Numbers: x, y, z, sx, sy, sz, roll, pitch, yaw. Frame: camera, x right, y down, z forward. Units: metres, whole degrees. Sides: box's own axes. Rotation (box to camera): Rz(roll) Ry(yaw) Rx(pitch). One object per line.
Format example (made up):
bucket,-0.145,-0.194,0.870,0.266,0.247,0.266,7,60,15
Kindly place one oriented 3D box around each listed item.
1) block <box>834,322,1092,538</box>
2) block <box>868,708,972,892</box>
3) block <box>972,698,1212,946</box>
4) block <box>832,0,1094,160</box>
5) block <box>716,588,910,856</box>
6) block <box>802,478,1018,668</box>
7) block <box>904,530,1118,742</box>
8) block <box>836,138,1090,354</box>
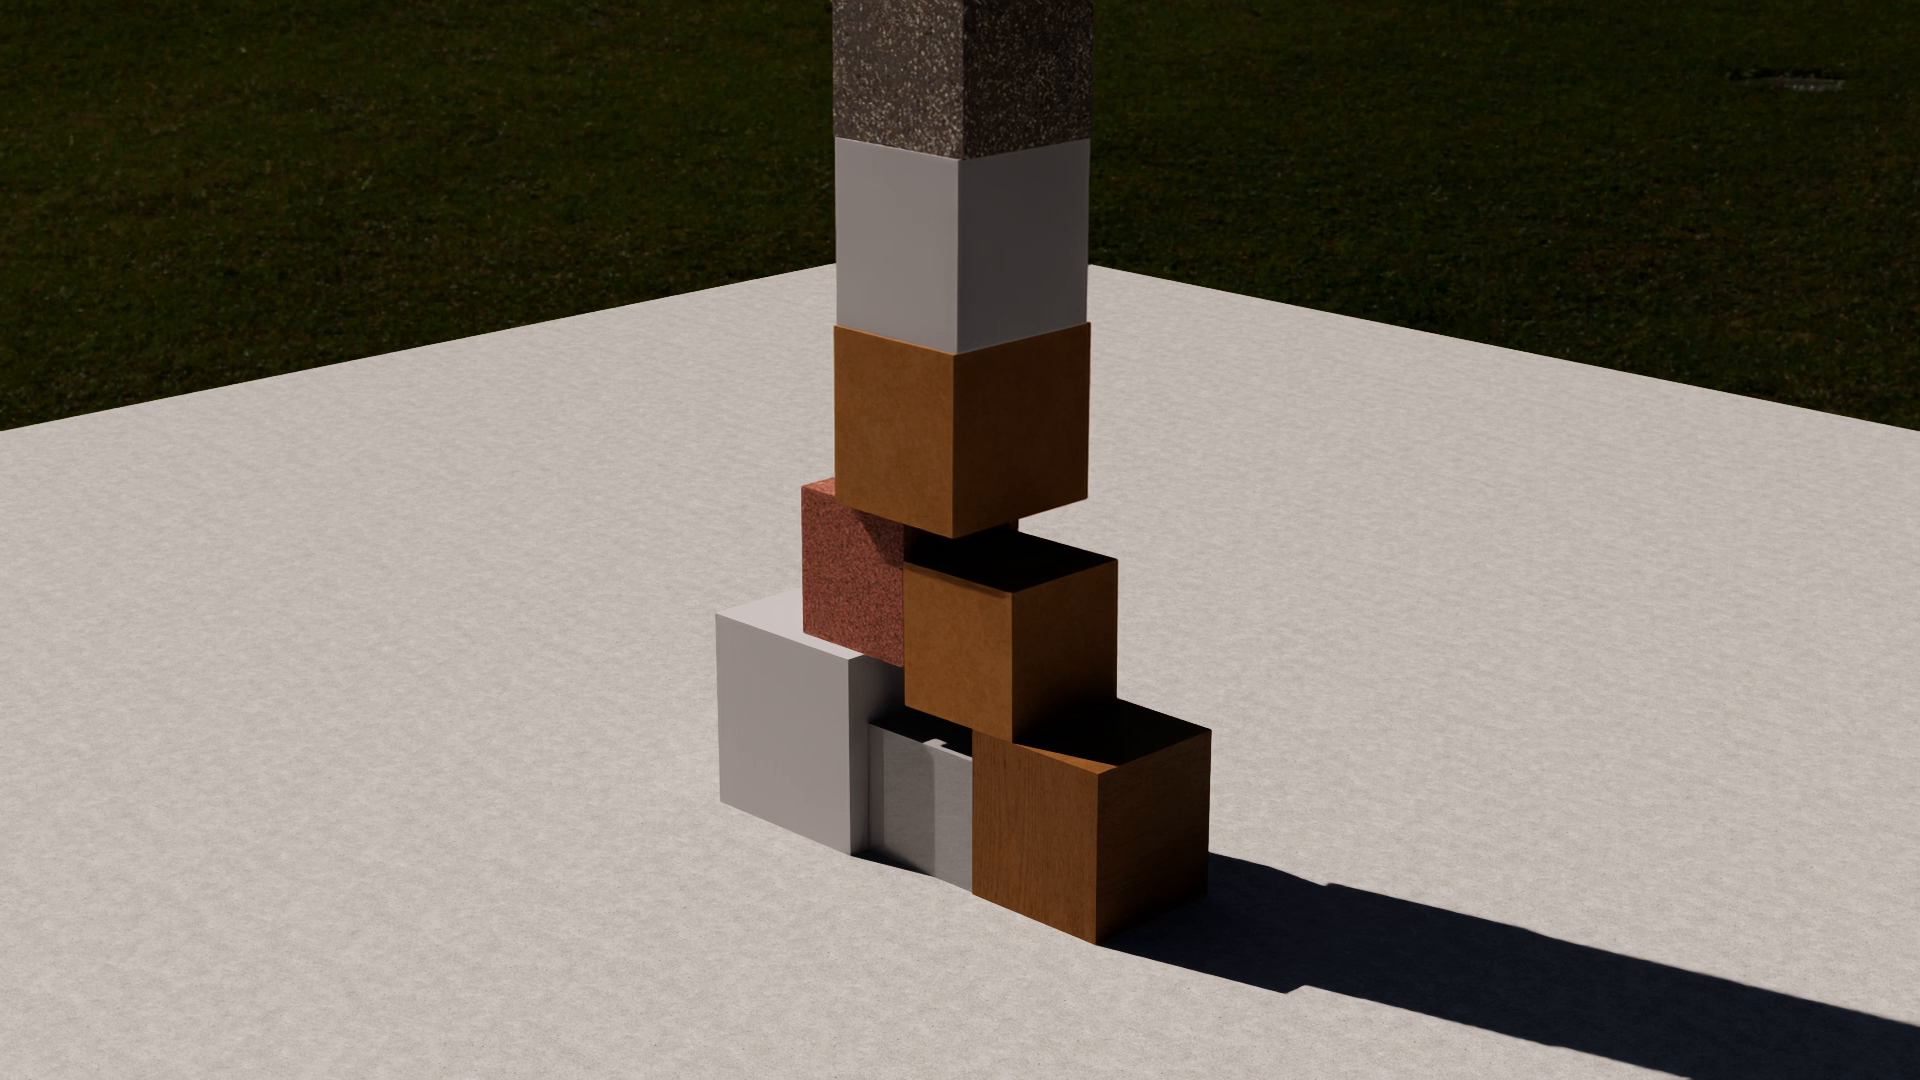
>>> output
block,0.010,-0.569,13.163,0.866,0.820,0.754,-17,24,-42
block,0.077,1.142,13.649,0.739,0.636,0.683,-17,24,-42
block,0.586,1.221,13.128,0.748,0.799,0.755,-17,24,-42
block,0.012,-2.163,12.648,0.792,0.855,0.796,-17,24,-42
block,-0.520,0.814,14.133,0.904,0.972,0.932,-17,24,-42
block,-0.230,0.086,13.632,0.743,0.716,0.679,-17,24,-42
block,0.229,0.418,13.207,0.686,0.687,0.676,-17,23,-42
block,0.010,-1.357,12.907,0.814,0.837,0.759,-17,24,-42
